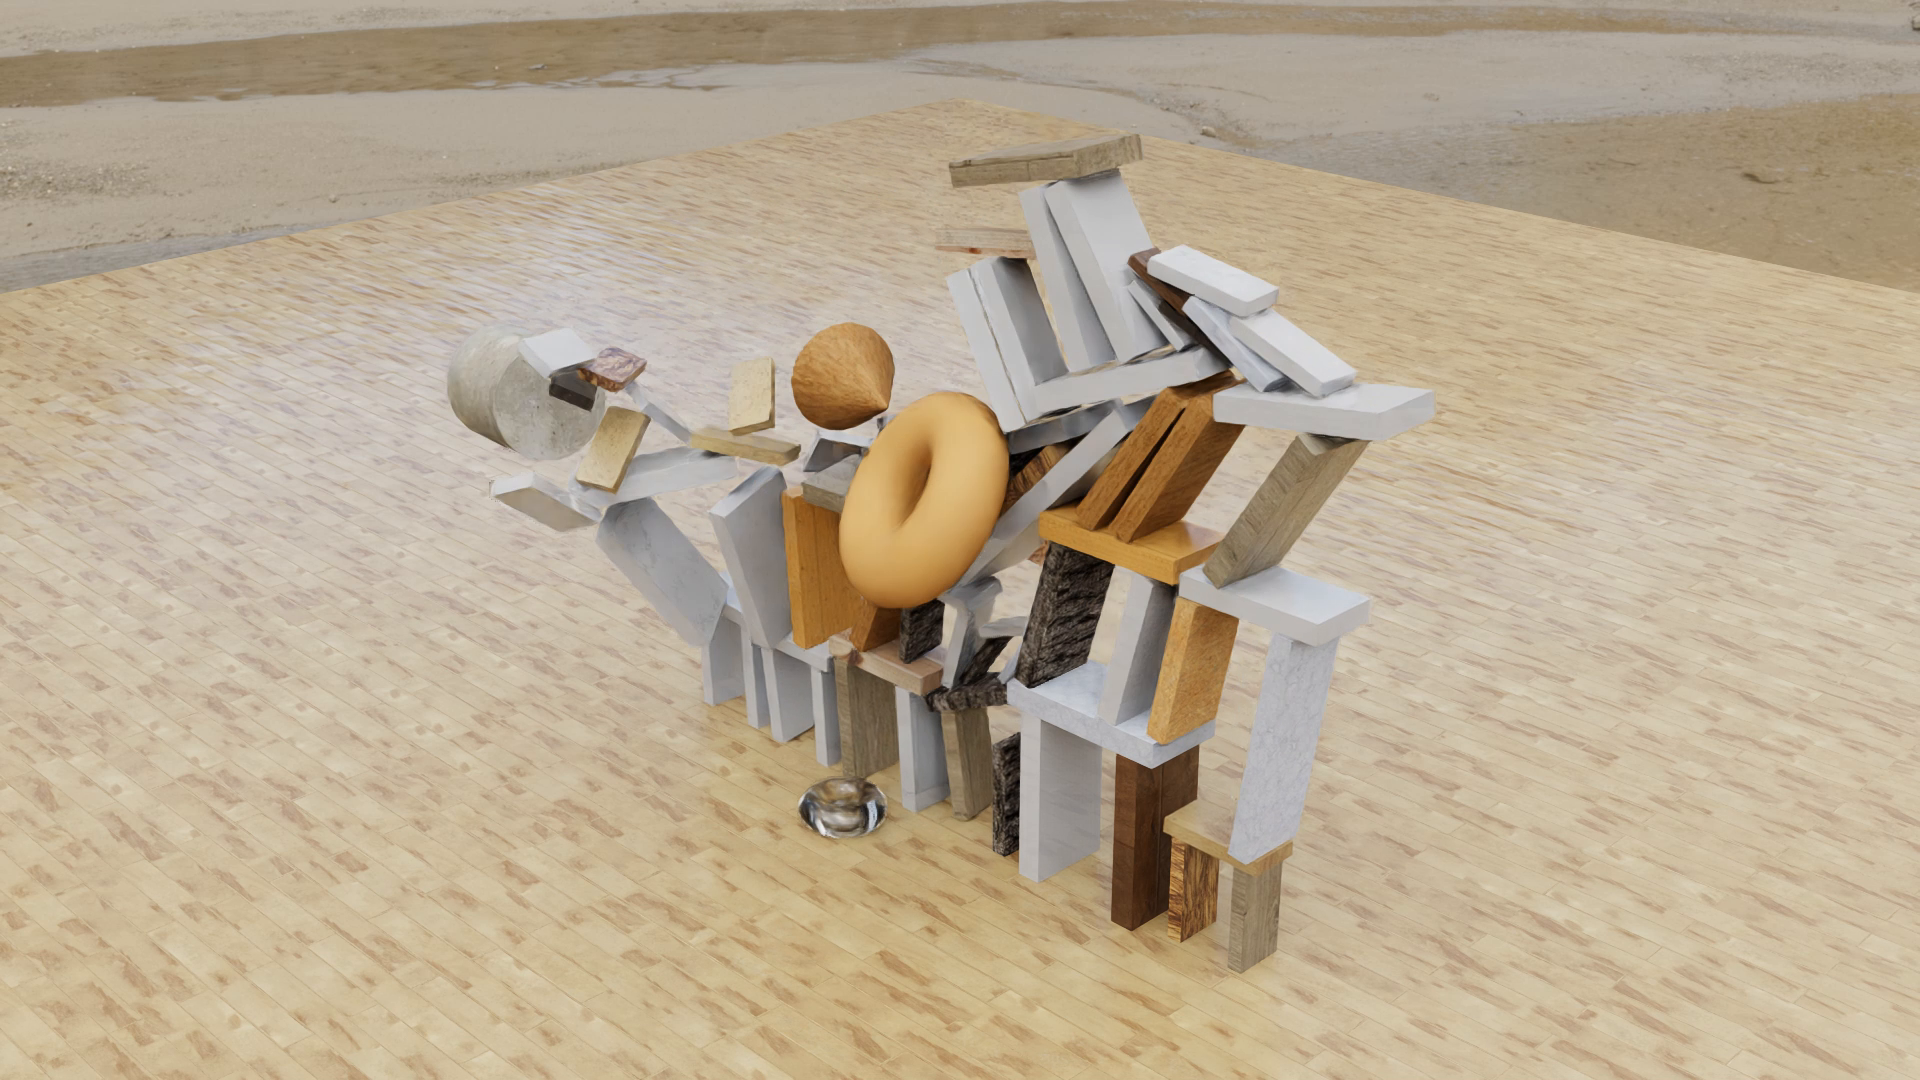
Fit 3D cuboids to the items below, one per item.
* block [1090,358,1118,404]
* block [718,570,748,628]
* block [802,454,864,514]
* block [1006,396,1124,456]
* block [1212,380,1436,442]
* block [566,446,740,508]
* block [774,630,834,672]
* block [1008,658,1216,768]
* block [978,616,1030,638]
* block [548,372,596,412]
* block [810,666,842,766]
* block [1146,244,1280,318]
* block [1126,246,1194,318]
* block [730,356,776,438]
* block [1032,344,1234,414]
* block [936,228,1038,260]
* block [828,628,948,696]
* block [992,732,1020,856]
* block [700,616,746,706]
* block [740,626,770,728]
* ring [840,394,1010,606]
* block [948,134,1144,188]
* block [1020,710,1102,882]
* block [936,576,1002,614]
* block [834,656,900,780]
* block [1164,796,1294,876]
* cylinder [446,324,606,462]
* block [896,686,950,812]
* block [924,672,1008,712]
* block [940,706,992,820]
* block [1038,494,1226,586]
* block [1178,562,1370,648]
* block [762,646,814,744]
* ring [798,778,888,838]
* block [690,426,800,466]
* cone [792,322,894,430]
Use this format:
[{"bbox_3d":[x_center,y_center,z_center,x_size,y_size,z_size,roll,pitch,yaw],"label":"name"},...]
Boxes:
[{"bbox_3d":[0.360,-0.415,5.172,0.029,0.102,0.203,24,52,-3],"label":"block"},{"bbox_3d":[-0.476,0.130,4.795,0.120,0.034,0.239,-19,30,-38],"label":"block"},{"bbox_3d":[-0.151,-0.087,4.344,0.303,0.043,0.152,19,36,38],"label":"block"},{"bbox_3d":[0.160,-0.199,4.013,0.144,0.041,0.288,-21,5,-33],"label":"block"},{"bbox_3d":[0.582,-0.215,3.532,0.317,0.045,0.158,11,23,42],"label":"block"},{"bbox_3d":[-0.621,-0.135,4.464,0.341,0.048,0.171,-12,16,-3],"label":"block"},{"bbox_3d":[-0.316,0.207,4.629,0.230,0.033,0.115,21,34,40],"label":"block"},{"bbox_3d":[0.277,0.310,4.061,0.354,0.050,0.177,21,31,41],"label":"block"},{"bbox_3d":[0.108,0.166,4.210,0.138,0.020,0.069,-6,11,46],"label":"block"},{"bbox_3d":[-0.758,-0.299,4.311,0.086,0.024,0.173,23,12,-14],"label":"block"},{"bbox_3d":[-0.253,0.351,4.636,0.115,0.230,0.033,-21,29,-39],"label":"block"},{"bbox_3d":[0.416,-0.428,3.624,0.197,0.028,0.099,29,36,29],"label":"block"},{"bbox_3d":[0.352,-0.431,3.675,0.143,0.020,0.072,46,41,20],"label":"block"},{"bbox_3d":[-0.400,-0.278,4.240,0.083,0.024,0.167,-13,51,12],"label":"block"},{"bbox_3d":[0.306,-0.284,3.757,0.333,0.047,0.166,-9,10,40],"label":"block"},{"bbox_3d":[0.105,-0.532,3.943,0.146,0.041,0.292,-6,13,-40],"label":"block"},{"bbox_3d":[-0.127,0.235,4.466,0.267,0.038,0.134,21,30,40],"label":"block"},{"bbox_3d":[0.117,0.491,4.303,0.117,0.235,0.033,-21,30,-41],"label":"block"},{"bbox_3d":[-0.517,0.237,4.893,0.120,0.239,0.034,-18,26,-36],"label":"block"},{"bbox_3d":[-0.413,0.279,4.796,0.034,0.239,0.120,18,29,42],"label":"block"},{"bbox_3d":[-0.068,-0.073,3.976,0.139,0.417,0.417,26,10,-29],"label":"ring"},{"bbox_3d":[0.146,-0.656,3.809,0.159,0.045,0.319,-22,18,-37],"label":"block"},{"bbox_3d":[0.194,0.463,4.216,0.050,0.354,0.177,21,31,41],"label":"block"},{"bbox_3d":[-0.018,0.079,4.247,0.094,0.027,0.189,-31,39,-33],"label":"block"},{"bbox_3d":[-0.190,0.353,4.582,0.038,0.267,0.134,14,26,43],"label":"block"},{"bbox_3d":[0.479,0.530,3.933,0.210,0.030,0.105,22,32,40],"label":"block"},{"bbox_3d":[-0.978,-0.335,4.955,0.267,0.267,0.267,-15,22,-32],"label":"cylinder"},{"bbox_3d":[-0.062,0.404,4.462,0.038,0.267,0.134,16,27,42],"label":"block"},{"bbox_3d":[0.057,0.295,4.338,0.235,0.033,0.117,-9,12,38],"label":"block"},{"bbox_3d":[0.019,0.432,4.433,0.033,0.235,0.117,4,19,33],"label":"block"},{"bbox_3d":[0.306,-0.007,3.882,0.313,0.044,0.157,21,31,41],"label":"block"},{"bbox_3d":[0.527,0.096,3.702,0.291,0.041,0.145,21,31,41],"label":"block"},{"bbox_3d":[-0.362,0.309,4.728,0.033,0.230,0.115,16,31,39],"label":"block"},{"bbox_3d":[-0.235,0.537,4.419,0.181,0.060,0.181,0,23,0],"label":"ring"},{"bbox_3d":[-0.430,-0.189,4.406,0.198,0.028,0.099,12,15,14],"label":"block"},{"bbox_3d":[-0.183,-0.286,4.266,0.221,0.221,0.221,-11,24,-23],"label":"cone"}]
